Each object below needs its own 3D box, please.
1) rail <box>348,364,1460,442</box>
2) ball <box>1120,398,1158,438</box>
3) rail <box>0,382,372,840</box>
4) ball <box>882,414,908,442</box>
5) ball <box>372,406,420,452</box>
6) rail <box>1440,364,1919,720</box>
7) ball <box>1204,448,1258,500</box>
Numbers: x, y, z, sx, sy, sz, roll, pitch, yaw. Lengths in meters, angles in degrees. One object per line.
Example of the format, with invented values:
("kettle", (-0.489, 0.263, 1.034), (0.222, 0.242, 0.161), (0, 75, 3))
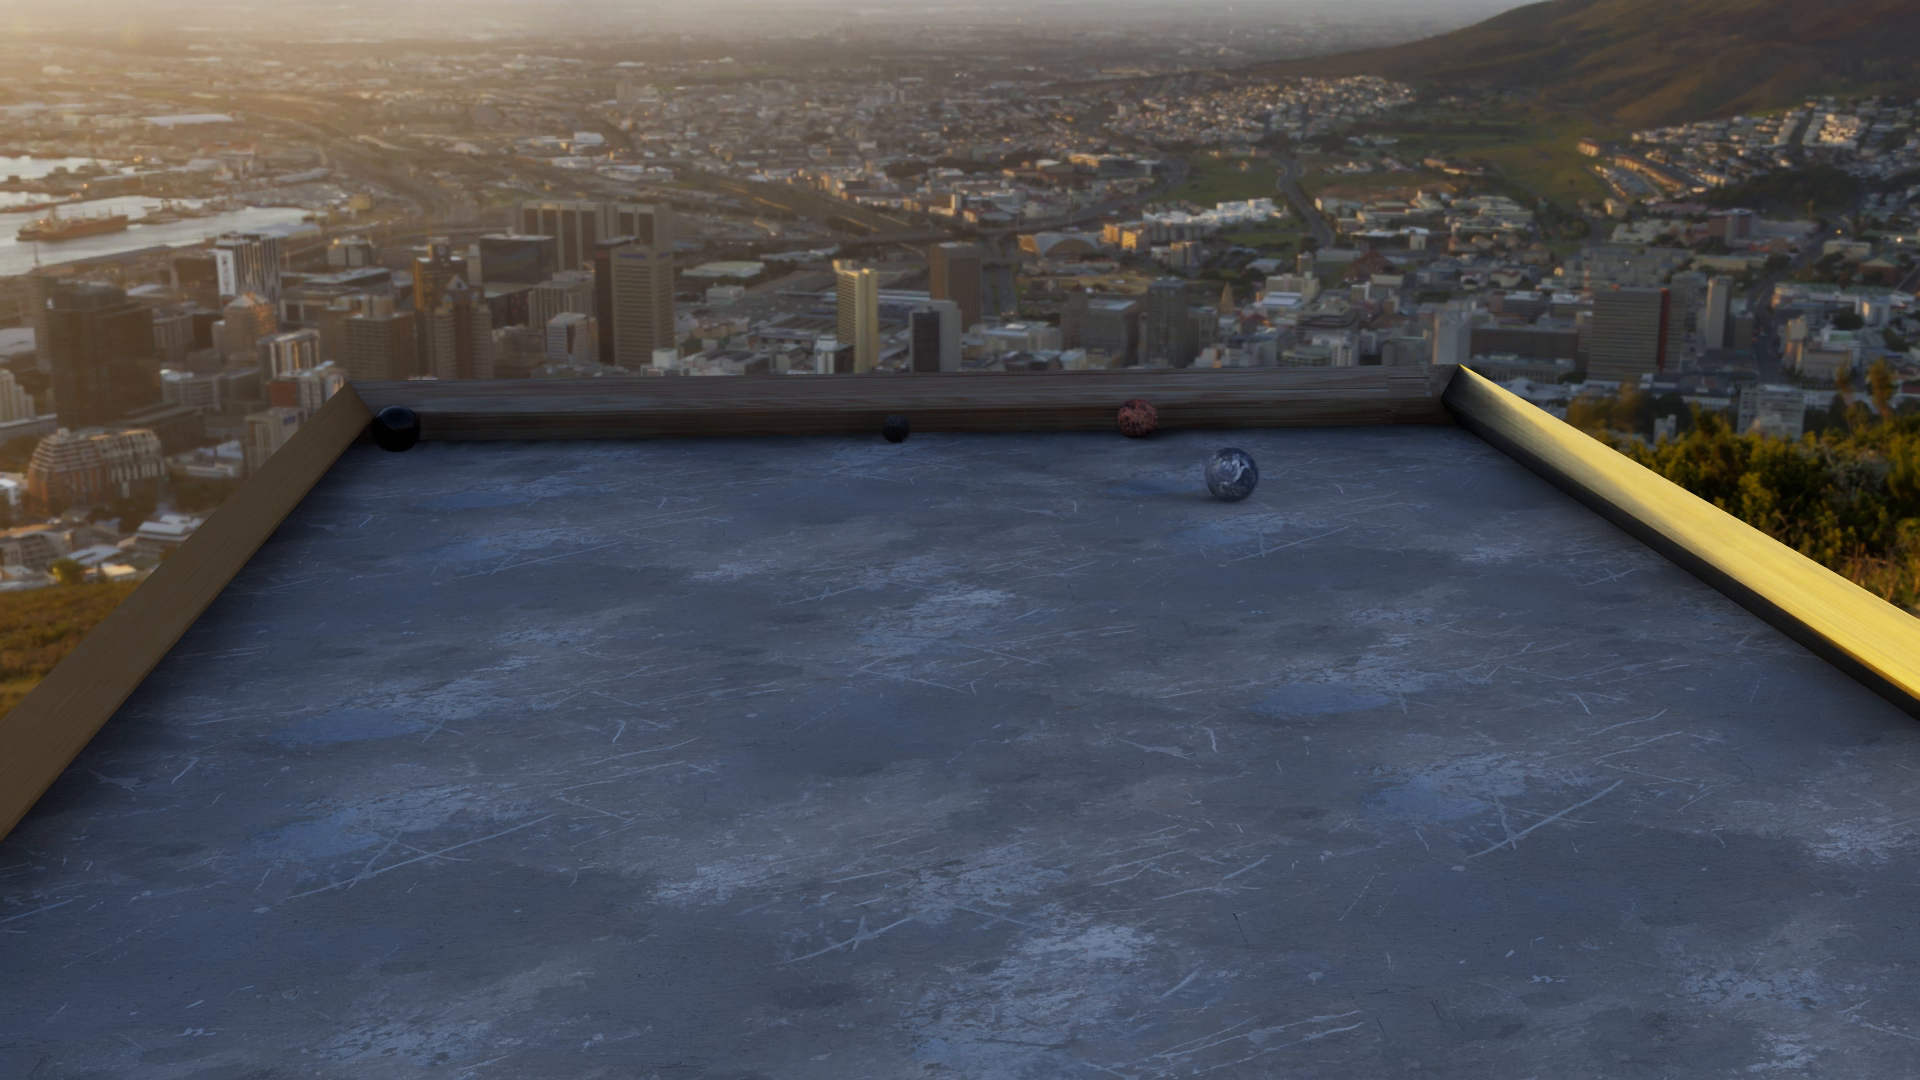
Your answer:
("rail", (-0.072, -0.224, 3.641), (1.853, 0.100, 0.045), (-1, 14, -5))
("ball", (0.295, -0.201, 3.627), (0.065, 0.065, 0.065), (0, 14, 0))
("rail", (-0.826, 0.210, 1.949), (0.045, 0.100, 3.397), (-1, 14, -5))
("ball", (-0.106, -0.182, 3.591), (0.045, 0.045, 0.045), (0, 14, 0))
("ball", (-0.901, -0.178, 3.517), (0.075, 0.075, 0.075), (0, 14, 0))
("rail", (0.973, 0.171, 2.101), (0.045, 0.100, 3.397), (-1, 14, -5))
("ball", (0.393, -0.096, 3.193), (0.077, 0.077, 0.077), (0, 14, 0))
